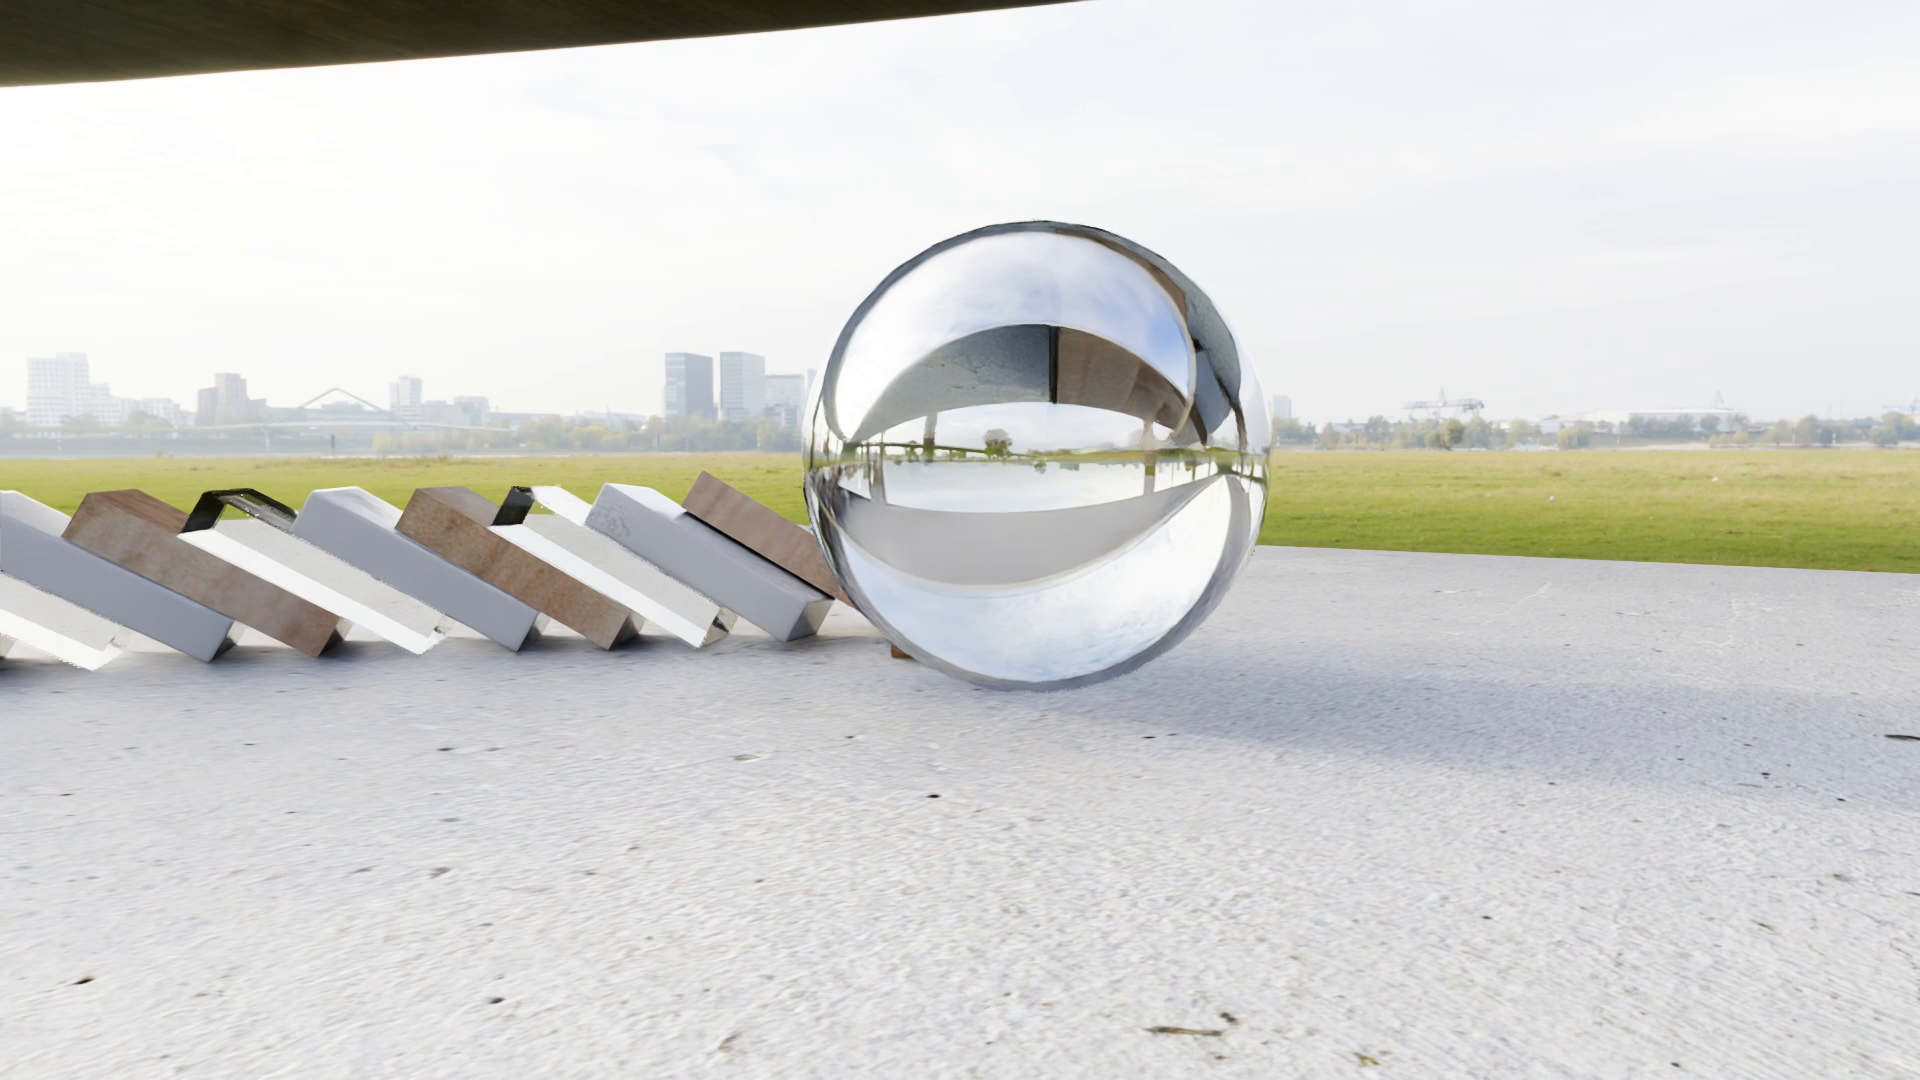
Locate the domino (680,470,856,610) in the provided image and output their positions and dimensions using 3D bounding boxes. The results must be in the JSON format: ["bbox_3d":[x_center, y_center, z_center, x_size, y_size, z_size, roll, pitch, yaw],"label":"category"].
[{"bbox_3d":[-0.037,0.002,0.294,0.050,0.009,0.025,30,-3,5],"label":"domino"}]

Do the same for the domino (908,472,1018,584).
[{"bbox_3d":[0.000,0.003,0.289,0.025,0.009,0.050,0,38,1],"label":"domino"}]

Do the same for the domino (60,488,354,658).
[{"bbox_3d":[-0.149,0.006,0.260,0.050,0.009,0.025,30,-3,-15],"label":"domino"}]

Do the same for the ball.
[{"bbox_3d":[0.013,-0.014,0.221,0.080,0.080,0.080,0,4,0],"label":"ball"}]

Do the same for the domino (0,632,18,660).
[{"bbox_3d":[-0.203,0.008,0.235,0.050,0.010,0.025,31,-9,-23],"label":"domino"}]

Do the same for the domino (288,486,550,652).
[{"bbox_3d":[-0.111,0.006,0.271,0.050,0.009,0.025,30,0,-8],"label":"domino"}]

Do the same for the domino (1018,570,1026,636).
[{"bbox_3d":[0.002,0.015,0.310,0.025,0.009,0.050,0,4,1],"label":"domino"}]

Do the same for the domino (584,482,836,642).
[{"bbox_3d":[-0.053,0.005,0.277,0.050,0.010,0.025,30,4,7],"label":"domino"}]

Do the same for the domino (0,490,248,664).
[{"bbox_3d":[-0.168,0.007,0.253,0.050,0.009,0.025,30,-6,-18],"label":"domino"}]

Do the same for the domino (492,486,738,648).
[{"bbox_3d":[-0.072,0.005,0.276,0.050,0.009,0.025,30,4,3],"label":"domino"}]

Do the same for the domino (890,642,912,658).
[{"bbox_3d":[-0.001,0.004,0.272,0.025,0.009,0.050,0,38,1],"label":"domino"}]

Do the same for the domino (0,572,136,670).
[{"bbox_3d":[-0.186,0.008,0.244,0.050,0.009,0.025,31,-7,-20],"label":"domino"}]

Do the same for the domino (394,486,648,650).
[{"bbox_3d":[-0.091,0.005,0.275,0.050,0.009,0.025,30,3,-2],"label":"domino"}]

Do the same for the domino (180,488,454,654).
[{"bbox_3d":[-0.130,0.006,0.266,0.050,0.010,0.025,30,-1,-11],"label":"domino"}]
